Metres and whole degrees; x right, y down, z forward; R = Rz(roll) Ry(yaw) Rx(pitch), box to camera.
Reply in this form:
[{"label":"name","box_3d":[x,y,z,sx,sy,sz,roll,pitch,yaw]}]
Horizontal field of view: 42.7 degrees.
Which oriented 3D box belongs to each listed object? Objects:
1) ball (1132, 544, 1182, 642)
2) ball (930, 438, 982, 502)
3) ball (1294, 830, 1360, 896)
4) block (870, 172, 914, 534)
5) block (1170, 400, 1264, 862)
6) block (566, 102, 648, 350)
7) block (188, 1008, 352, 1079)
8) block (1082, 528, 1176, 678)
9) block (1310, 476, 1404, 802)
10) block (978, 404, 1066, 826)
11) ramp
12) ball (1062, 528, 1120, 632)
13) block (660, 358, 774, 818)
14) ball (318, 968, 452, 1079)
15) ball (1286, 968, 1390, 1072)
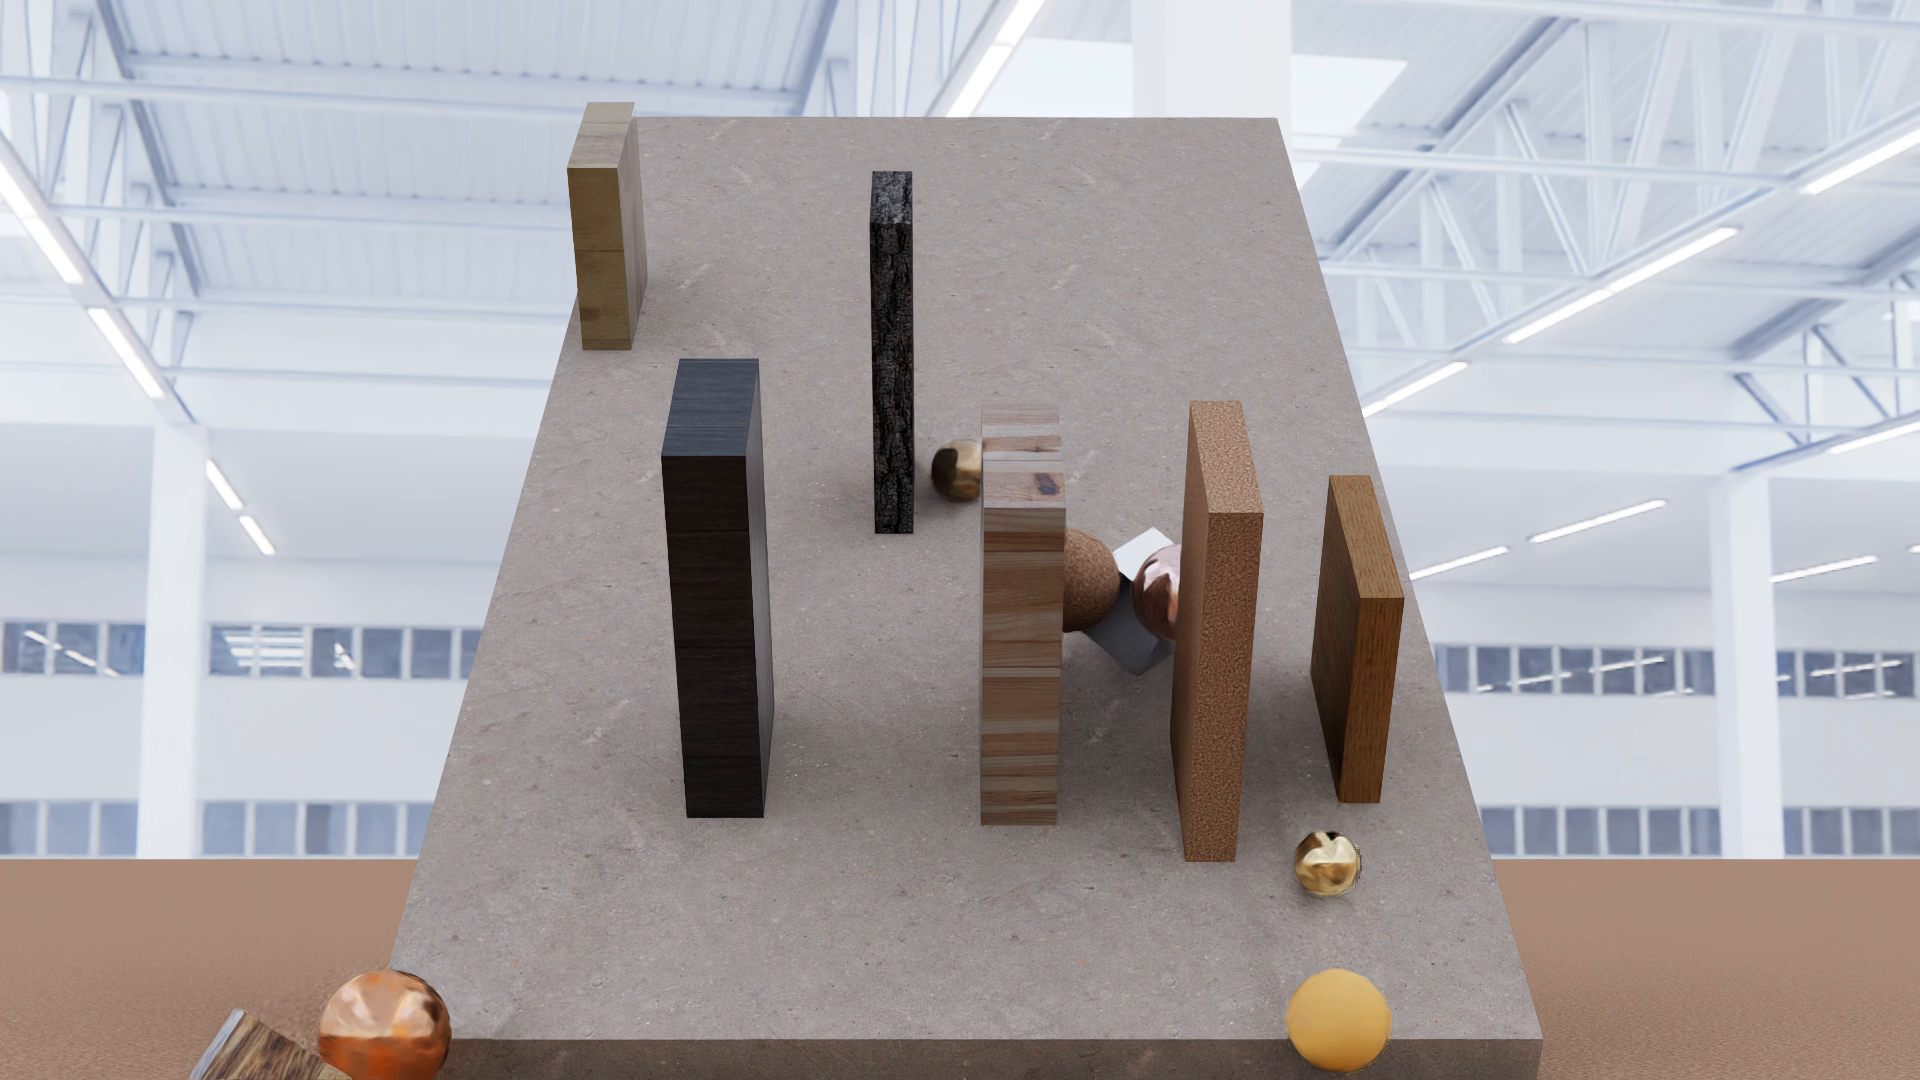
[{"label":"ball","box_3d":[0.438,0.105,4.826,0.197,0.197,0.197,0,-7,0]},{"label":"ball","box_3d":[0.006,-0.161,5.620,0.145,0.145,0.145,0,-7,0]},{"label":"ball","box_3d":[0.668,0.589,4.472,0.120,0.120,0.120,0,-7,0]},{"label":"block","box_3d":[-0.148,-0.408,5.430,0.086,0.766,0.265,0,33,0]},{"label":"block","box_3d":[0.466,0.172,4.523,0.093,0.766,0.387,0,33,0]},{"label":"block","box_3d":[-0.900,-0.808,6.296,0.123,0.503,0.414,0,33,0]},{"label":"block","box_3d":[-0.835,0.662,2.914,0.148,0.148,0.148,35,-19,-12]},{"label":"block","box_3d":[0.384,0.128,5.067,0.186,0.186,0.186,-30,-27,-47]},{"label":"block","box_3d":[0.767,0.189,4.770,0.080,0.475,0.432,0,33,0]},{"label":"block","box_3d":[0.111,0.143,4.619,0.143,0.710,0.368,0,33,0]},{"label":"ramp","box_3d":[-0.015,-0.184,5.884,2.000,0.100,4.000,0,33,0]},{"label":"ball","box_3d":[0.215,0.080,4.914,0.208,0.208,0.208,0,-7,0]},{"label":"block","box_3d":[-0.446,0.096,4.605,0.146,0.800,0.354,0,33,0]},{"label":"ball","box_3d":[-0.914,0.787,3.898,0.208,0.208,0.208,0,-7,0]},{"label":"ball","box_3d":[0.631,0.802,4.093,0.170,0.170,0.170,0,-7,0]}]
